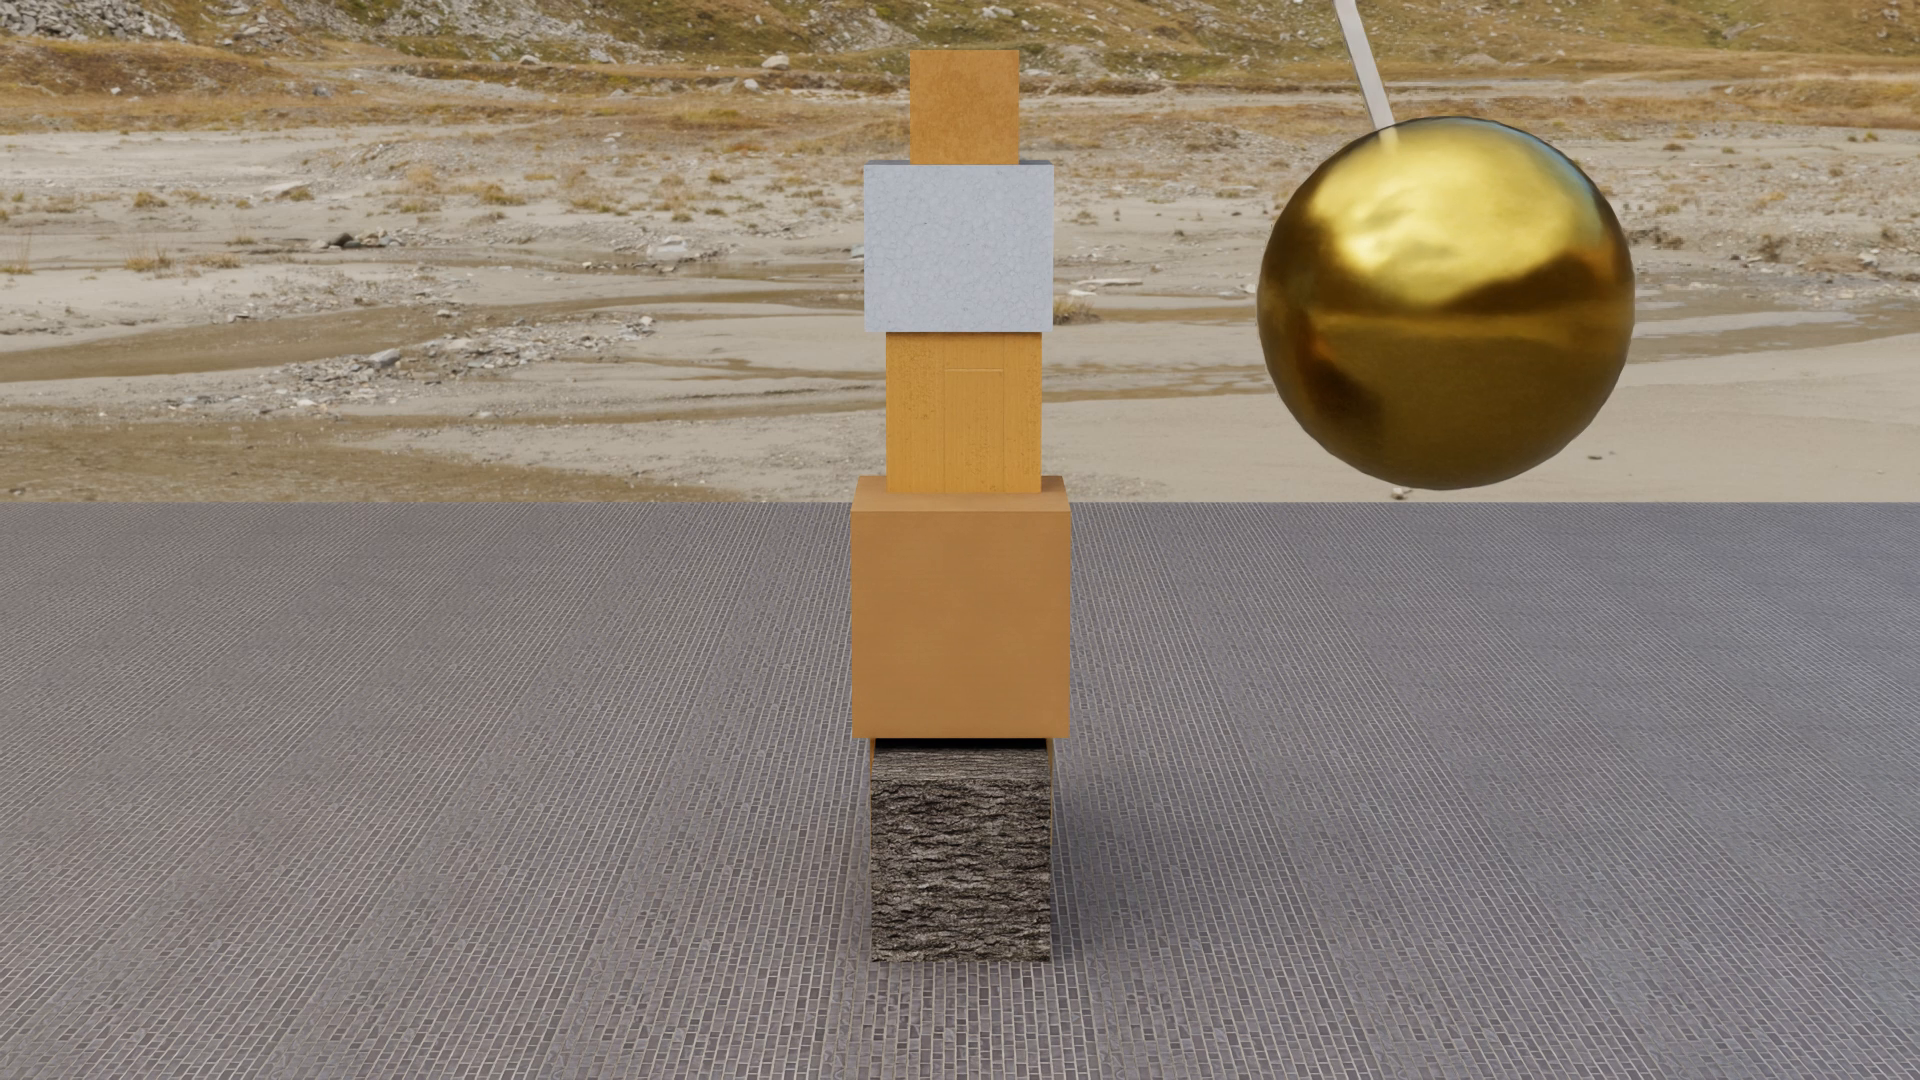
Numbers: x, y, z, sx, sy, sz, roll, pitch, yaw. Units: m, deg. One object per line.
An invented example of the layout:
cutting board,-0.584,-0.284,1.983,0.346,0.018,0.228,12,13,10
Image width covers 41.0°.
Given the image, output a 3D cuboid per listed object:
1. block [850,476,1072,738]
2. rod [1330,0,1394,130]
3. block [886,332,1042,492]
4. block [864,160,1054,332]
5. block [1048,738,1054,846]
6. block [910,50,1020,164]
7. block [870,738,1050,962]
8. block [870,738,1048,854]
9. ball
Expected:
block,0.003,0.265,10.913,0.891,0.945,0.941,0,10,0
rod,0.899,-4.149,10.426,0.080,5.200,0.080,-20,10,4
block,0.016,-0.592,11.073,0.651,0.683,0.637,0,10,0
block,-0.005,-1.265,10.950,0.782,0.686,0.694,0,10,0
block,0.006,0.939,12.147,0.838,0.807,0.829,0,10,0
block,0.019,-1.832,10.847,0.450,0.466,0.503,0,10,0
block,0.003,1.249,10.589,0.712,0.755,0.785,0,10,0
block,-0.005,1.079,11.354,0.754,0.815,0.761,0,10,0
ball,2.074,-1.010,10.997,1.600,1.600,1.600,0,10,0
